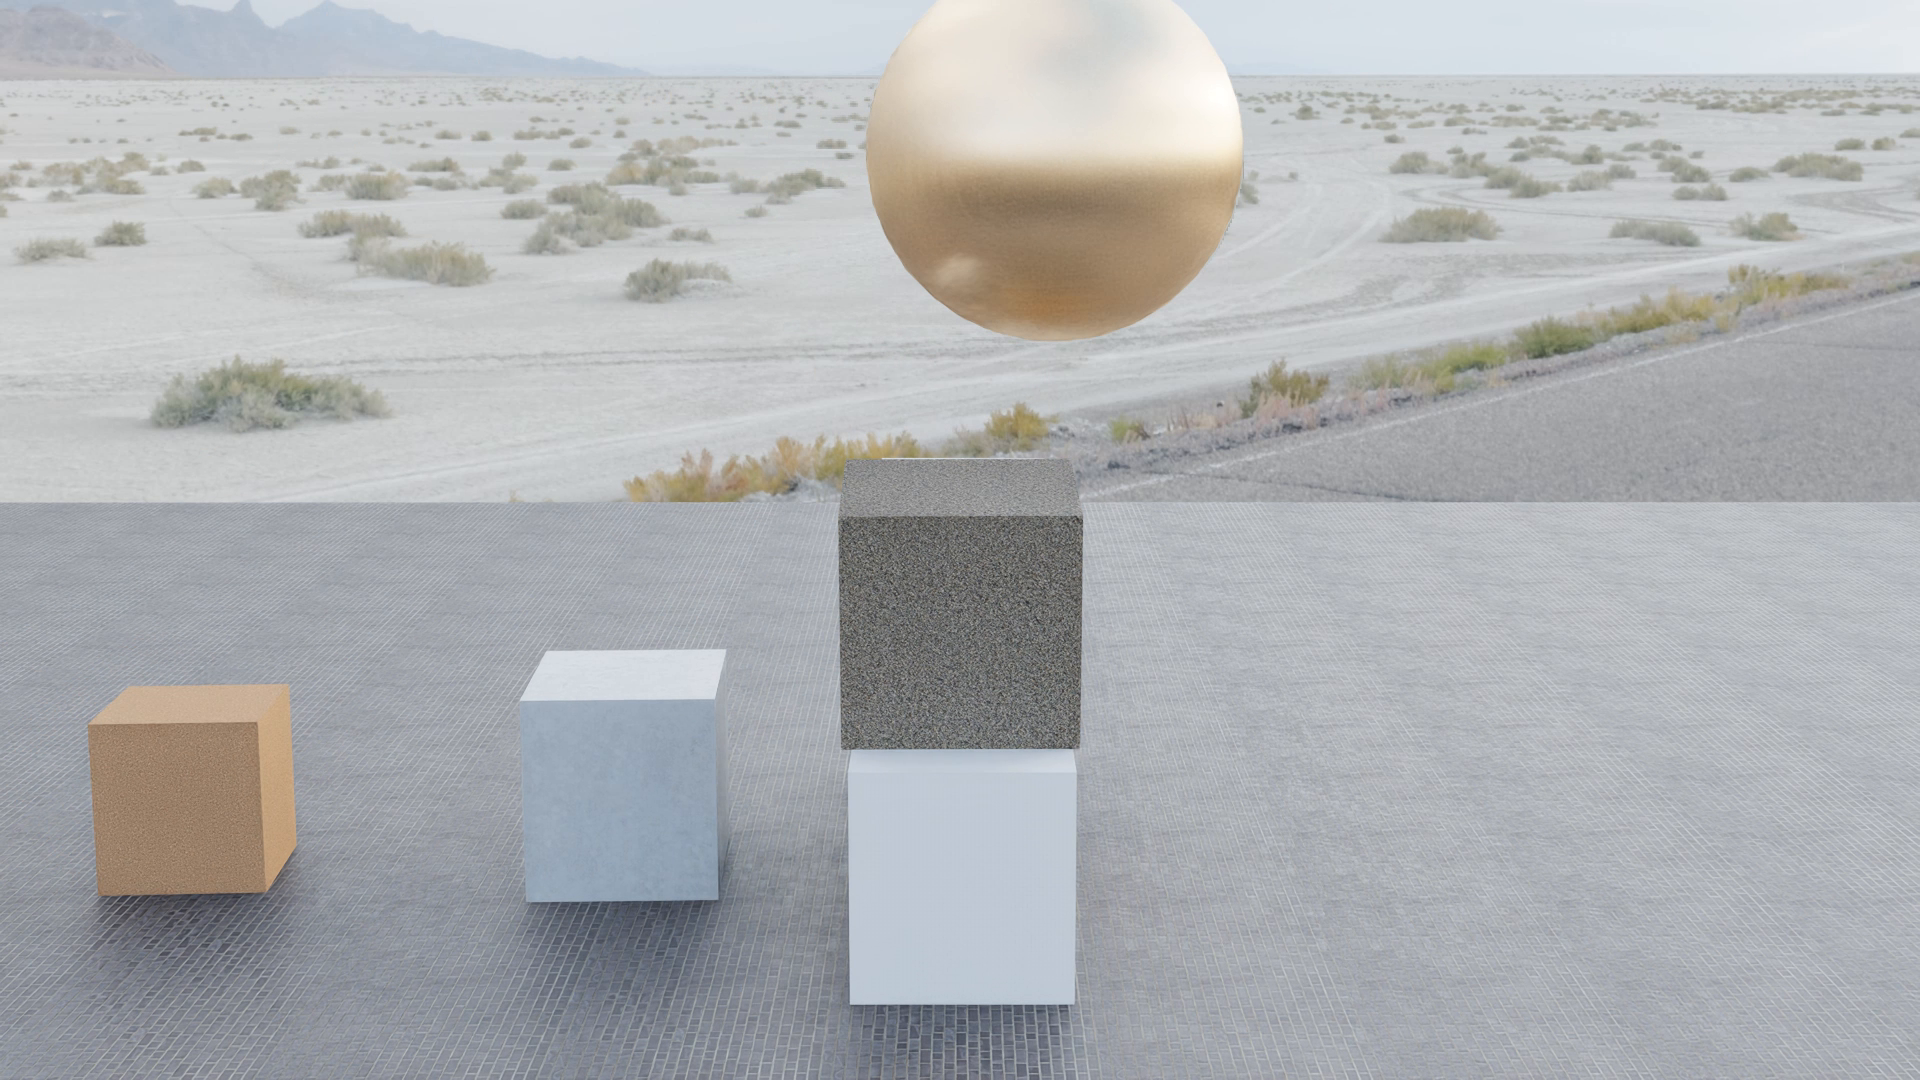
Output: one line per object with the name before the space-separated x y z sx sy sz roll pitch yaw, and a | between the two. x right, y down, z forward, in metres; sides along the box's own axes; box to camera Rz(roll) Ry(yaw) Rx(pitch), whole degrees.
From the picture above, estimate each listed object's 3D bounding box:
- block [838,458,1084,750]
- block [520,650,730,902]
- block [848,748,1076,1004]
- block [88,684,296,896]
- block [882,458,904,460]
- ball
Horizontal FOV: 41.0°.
block | -0.002 0.239 10.292 0.929 0.937 0.925 0 15 -1
block | -1.470 1.030 11.418 0.824 0.889 0.953 0 10 -2
block | 0.009 1.233 10.223 0.859 0.916 1.019 0 10 0
block | -3.393 1.098 11.394 0.717 0.763 0.695 -1 10 -4
block | 0.011 0.089 12.165 0.784 0.851 0.761 0 10 1
ball | 0.399 -1.643 10.882 1.600 1.600 1.600 0 10 0
